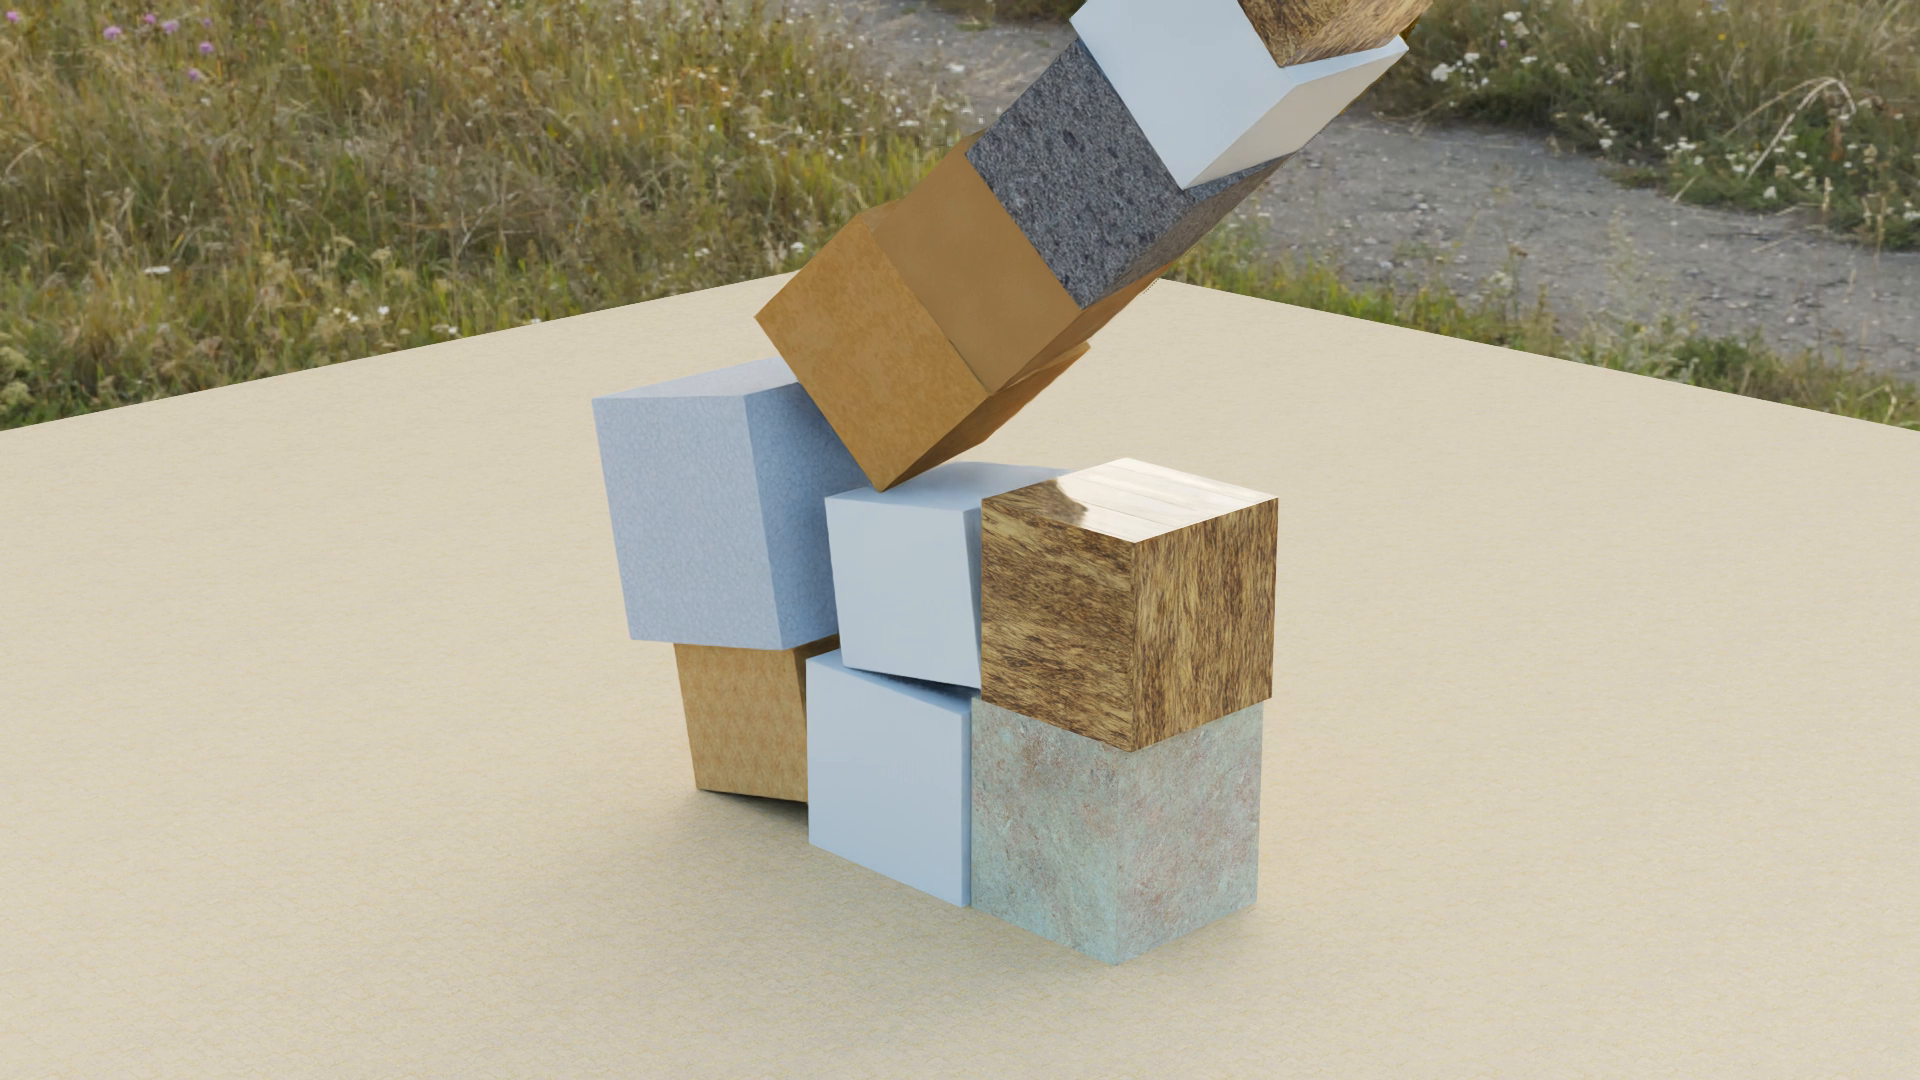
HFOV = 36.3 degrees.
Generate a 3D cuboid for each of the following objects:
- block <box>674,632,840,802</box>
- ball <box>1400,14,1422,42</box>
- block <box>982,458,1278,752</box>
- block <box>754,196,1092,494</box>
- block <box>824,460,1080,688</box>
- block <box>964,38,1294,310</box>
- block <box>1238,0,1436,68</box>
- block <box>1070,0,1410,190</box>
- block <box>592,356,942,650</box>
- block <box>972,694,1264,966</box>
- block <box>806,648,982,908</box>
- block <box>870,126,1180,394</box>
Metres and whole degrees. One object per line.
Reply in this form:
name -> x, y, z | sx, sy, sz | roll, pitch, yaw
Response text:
block -> -0.740, 0.757, 14.366 | 0.888, 0.784, 0.866 | 2, 14, 45
ball -> 1.467, -2.826, 13.991 | 1.600, 1.600, 1.600 | 0, 17, 0
block -> 0.728, 0.257, 12.665 | 0.924, 0.916, 0.874 | -17, 24, -42
block -> -0.169, -0.947, 13.361 | 0.823, 0.995, 0.850 | -40, -8, 39
block -> 0.047, 0.136, 13.328 | 0.871, 0.791, 0.894 | -17, 16, -42
block -> 0.710, -1.616, 12.217 | 0.773, 0.824, 0.809 | -32, -6, -46
block -> 1.487, -2.394, 11.115 | 0.693, 0.771, 0.851 | -19, -15, -44
block -> 1.113, -2.017, 11.700 | 0.798, 0.834, 0.721 | -24, -12, -45
block -> -0.889, -0.209, 14.208 | 1.160, 1.196, 1.138 | -17, 13, -43
block -> 0.693, 1.155, 13.002 | 0.949, 1.000, 0.866 | -17, 24, -42
block -> 0.011, 0.990, 13.659 | 1.021, 0.920, 1.021 | -16, 24, -42
block -> 0.303, -1.301, 12.795 | 0.784, 0.887, 0.733 | -33, -6, -46
